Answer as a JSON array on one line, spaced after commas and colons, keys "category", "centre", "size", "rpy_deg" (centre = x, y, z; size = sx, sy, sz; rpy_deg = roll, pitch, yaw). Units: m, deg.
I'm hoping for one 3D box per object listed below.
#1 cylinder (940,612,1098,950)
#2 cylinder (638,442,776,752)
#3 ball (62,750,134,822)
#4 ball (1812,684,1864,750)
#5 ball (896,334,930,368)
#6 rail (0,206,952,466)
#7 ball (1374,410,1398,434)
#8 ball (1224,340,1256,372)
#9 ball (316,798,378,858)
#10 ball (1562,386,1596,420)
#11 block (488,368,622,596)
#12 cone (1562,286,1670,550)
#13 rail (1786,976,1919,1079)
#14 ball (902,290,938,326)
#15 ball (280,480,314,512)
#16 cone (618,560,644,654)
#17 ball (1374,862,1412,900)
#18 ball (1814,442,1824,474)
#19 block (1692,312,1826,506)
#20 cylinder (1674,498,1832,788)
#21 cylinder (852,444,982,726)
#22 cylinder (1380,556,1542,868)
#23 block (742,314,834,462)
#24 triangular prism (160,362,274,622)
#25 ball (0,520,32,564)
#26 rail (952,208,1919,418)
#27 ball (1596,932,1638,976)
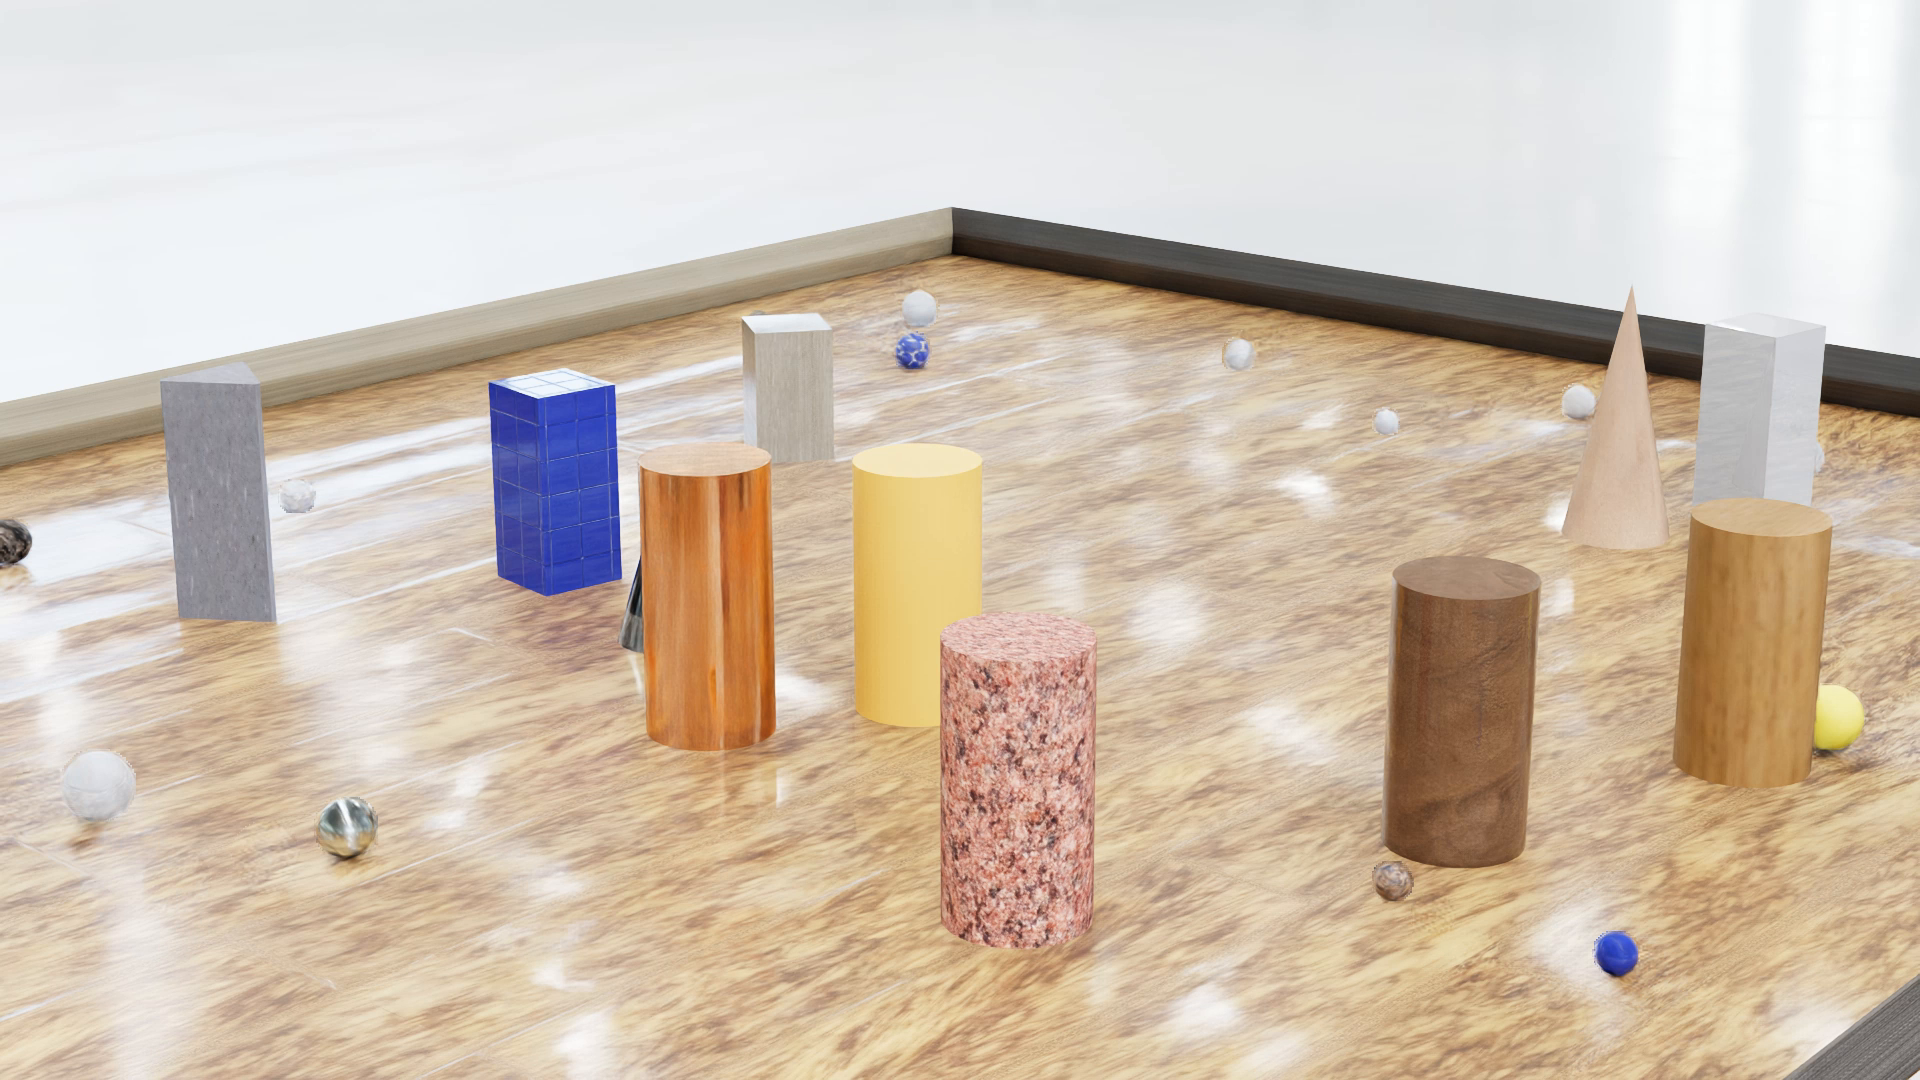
[{"category": "cylinder", "centre": [0.074, 0.307, 3.767], "size": [0.199, 0.386, 0.199], "rpy_deg": [0, 17, 0]}, {"category": "cylinder", "centre": [-0.381, 0.084, 4.435], "size": [0.199, 0.428, 0.199], "rpy_deg": [0, 17, 0]}, {"category": "ball", "centre": [-1.214, 0.347, 4.131], "size": [0.099, 0.099, 0.099], "rpy_deg": [0, 17, 0]}, {"category": "ball", "centre": [1.301, 0.265, 4.385], "size": [0.099, 0.099, 0.099], "rpy_deg": [0, 17, 0]}, {"category": "ball", "centre": [-0.109, -0.435, 6.761], "size": [0.081, 0.081, 0.081], "rpy_deg": [0, 17, 0]}, {"category": "rail", "centre": [-1.513, -0.346, 6.378], "size": [0.045, 0.129, 4.598], "rpy_deg": [14, 22, 39]}, {"category": "ball", "centre": [0.900, -0.248, 6.189], "size": [0.052, 0.052, 0.052], "rpy_deg": [0, 17, 0]}, {"category": "ball", "centre": [0.644, -0.425, 6.739], "size": [0.073, 0.073, 0.073], "rpy_deg": [0, 17, 0]}, {"category": "ball", "centre": [-0.838, 0.394, 4.005], "size": [0.081, 0.081, 0.081], "rpy_deg": [0, 17, 0]}, {"category": "ball", "centre": [1.332, -0.296, 6.312], "size": [0.072, 0.072, 0.072], "rpy_deg": [0, 17, 0]}, {"category": "block", "centre": [-0.714, -0.104, 5.182], "size": [0.159, 0.357, 0.159], "rpy_deg": [-14, 22, -38]}, {"category": "cone", "centre": [1.228, -0.241, 5.424], "size": [0.199, 0.480, 0.199], "rpy_deg": [0, 17, 0]}, {"category": "rail", "centre": [1.513, 0.411, 3.862], "size": [0.045, 0.129, 4.598], "rpy_deg": [14, 22, 39]}, {"category": "ball", "centre": [-0.099, -0.566, 7.181], "size": [0.088, 0.088, 0.088], "rpy_deg": [0, 17, 0]}, {"category": "ball", "centre": [-1.271, -0.083, 5.623], "size": [0.062, 0.062, 0.062], "rpy_deg": [0, 17, 0]}, {"category": "cone", "centre": [-0.475, 0.003, 4.868], "size": [0.199, 0.333, 0.199], "rpy_deg": [0, 17, 0]}, {"category": "ball", "centre": [0.571, 0.451, 3.871], "size": [0.050, 0.050, 0.050], "rpy_deg": [0, 17, 0]}, {"category": "ball", "centre": [1.681, -0.165, 5.853], "size": [0.086, 0.086, 0.086], "rpy_deg": [0, 17, 0]}, {"category": "block", "centre": [1.529, -0.236, 5.613], "size": [0.159, 0.360, 0.159], "rpy_deg": [-14, 21, -38]}, {"category": "cylinder", "centre": [1.160, 0.149, 4.298], "size": [0.199, 0.382, 0.199], "rpy_deg": [0, 17, 0]}, {"category": "cylinder", "centre": [-0.065, 0.068, 4.539], "size": [0.199, 0.397, 0.199], "rpy_deg": [0, 17, 0]}, {"category": "cylinder", "centre": [0.684, 0.234, 4.016], "size": [0.199, 0.383, 0.199], "rpy_deg": [0, 17, 0]}, {"category": "block", "centre": [-0.354, -0.313, 6.023], "size": [0.159, 0.271, 0.159], "rpy_deg": [-4, 17, -13]}, {"category": "triangular prism", "centre": [-1.241, -0.085, 5.016], "size": [0.172, 0.416, 0.149], "rpy_deg": [2, 17, 8]}, {"category": "ball", "centre": [-1.721, 0.003, 5.306], "size": [0.081, 0.081, 0.081], "rpy_deg": [0, 17, 0]}, {"category": "rail", "centre": [1.492, -0.463, 6.765], "size": [4.055, 0.129, 0.045], "rpy_deg": [14, 22, 39]}, {"category": "ball", "centre": [0.818, 0.516, 3.651], "size": [0.053, 0.053, 0.053], "rpy_deg": [0, 17, 0]}]
